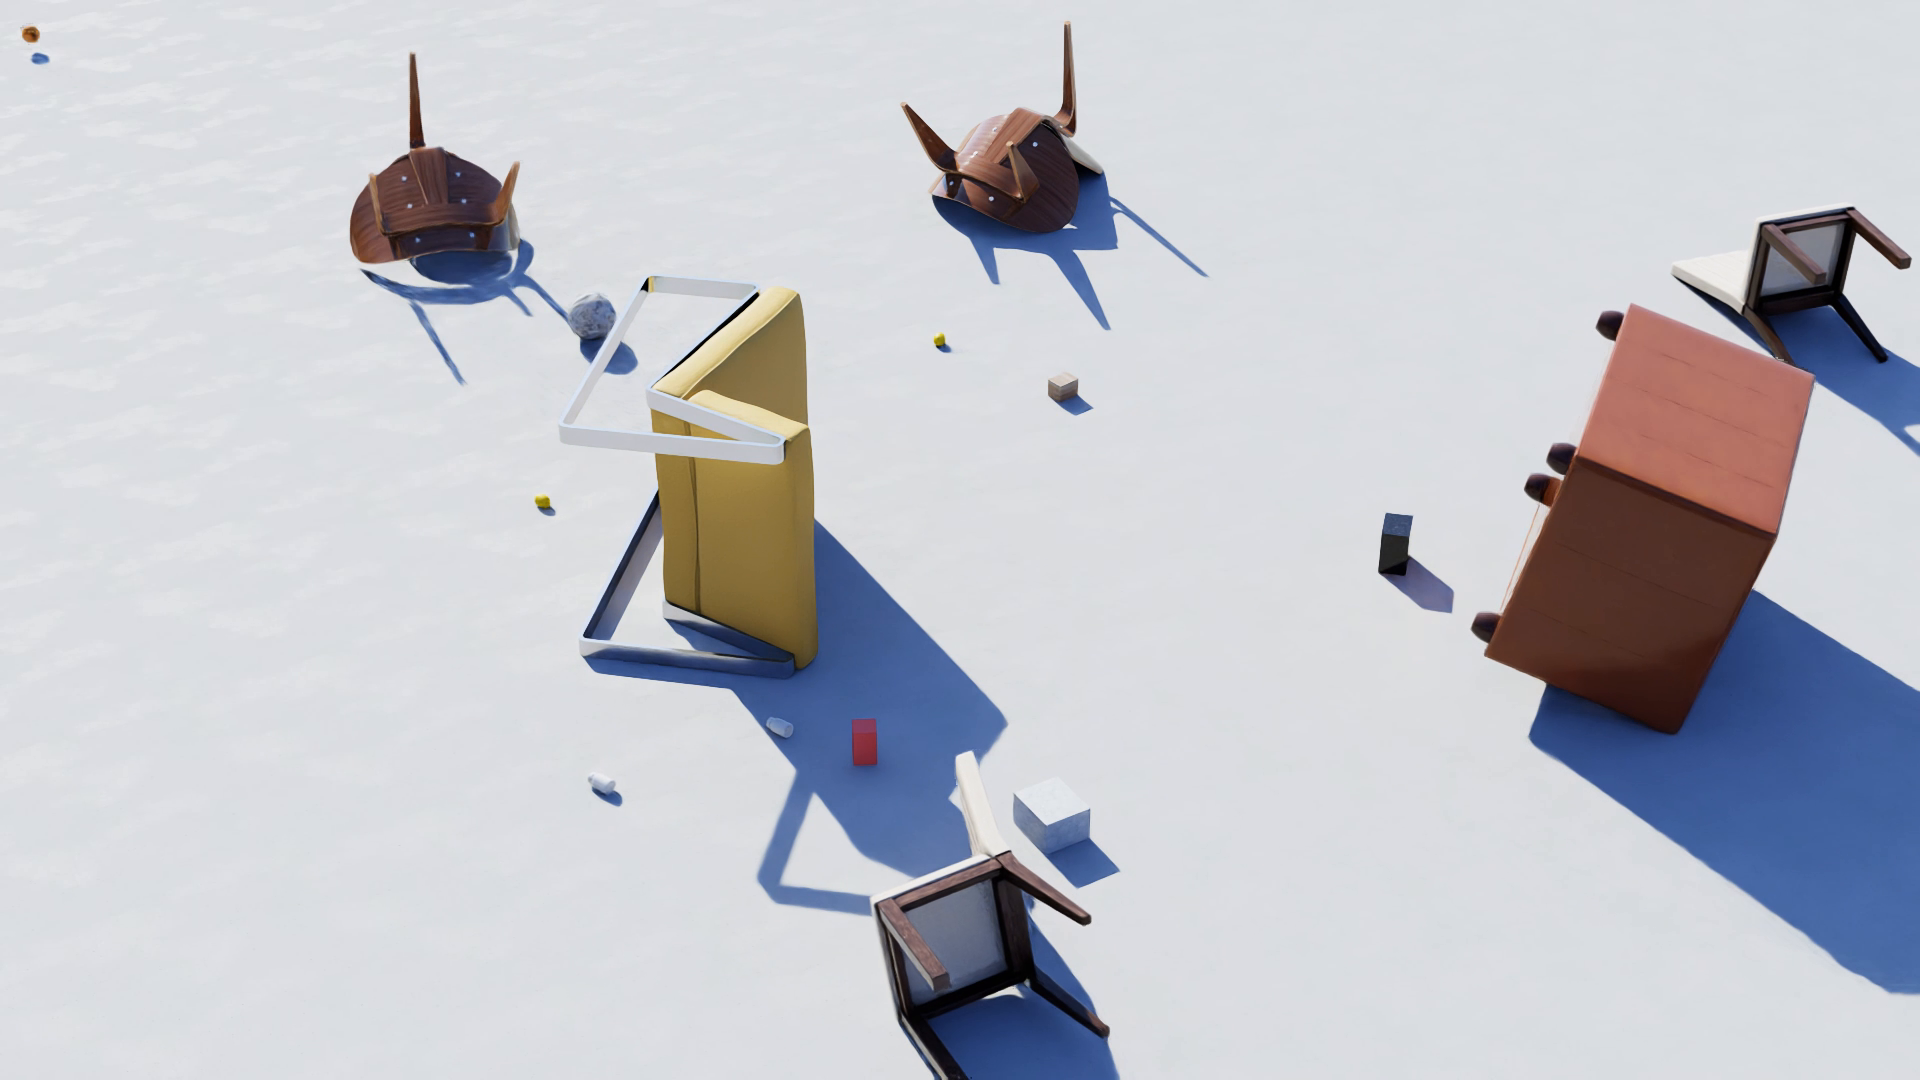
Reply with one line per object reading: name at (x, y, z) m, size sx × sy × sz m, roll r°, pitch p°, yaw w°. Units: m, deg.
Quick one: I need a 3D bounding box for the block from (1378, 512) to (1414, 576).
block at (1.599, 0.015, 10.765) m, size 0.102 × 0.172 × 0.144 m, roll 7°, pitch 34°, yaw 11°

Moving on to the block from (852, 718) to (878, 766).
block at (-0.319, 0.675, 9.798) m, size 0.079 × 0.134 × 0.077 m, roll -2°, pitch 33°, yaw -3°

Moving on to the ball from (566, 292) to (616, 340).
ball at (-1.531, -0.928, 12.171) m, size 0.200 × 0.200 × 0.200 m, roll 0°, pitch 33°, yaw 0°

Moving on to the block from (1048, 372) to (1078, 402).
block at (0.415, -0.615, 11.809) m, size 0.097 × 0.076 × 0.074 m, roll -25°, pitch 41°, yaw -33°

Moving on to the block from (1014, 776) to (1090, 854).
block at (0.296, 0.891, 9.483) m, size 0.170 × 0.121 × 0.195 m, roll -19°, pitch 38°, yaw -26°
